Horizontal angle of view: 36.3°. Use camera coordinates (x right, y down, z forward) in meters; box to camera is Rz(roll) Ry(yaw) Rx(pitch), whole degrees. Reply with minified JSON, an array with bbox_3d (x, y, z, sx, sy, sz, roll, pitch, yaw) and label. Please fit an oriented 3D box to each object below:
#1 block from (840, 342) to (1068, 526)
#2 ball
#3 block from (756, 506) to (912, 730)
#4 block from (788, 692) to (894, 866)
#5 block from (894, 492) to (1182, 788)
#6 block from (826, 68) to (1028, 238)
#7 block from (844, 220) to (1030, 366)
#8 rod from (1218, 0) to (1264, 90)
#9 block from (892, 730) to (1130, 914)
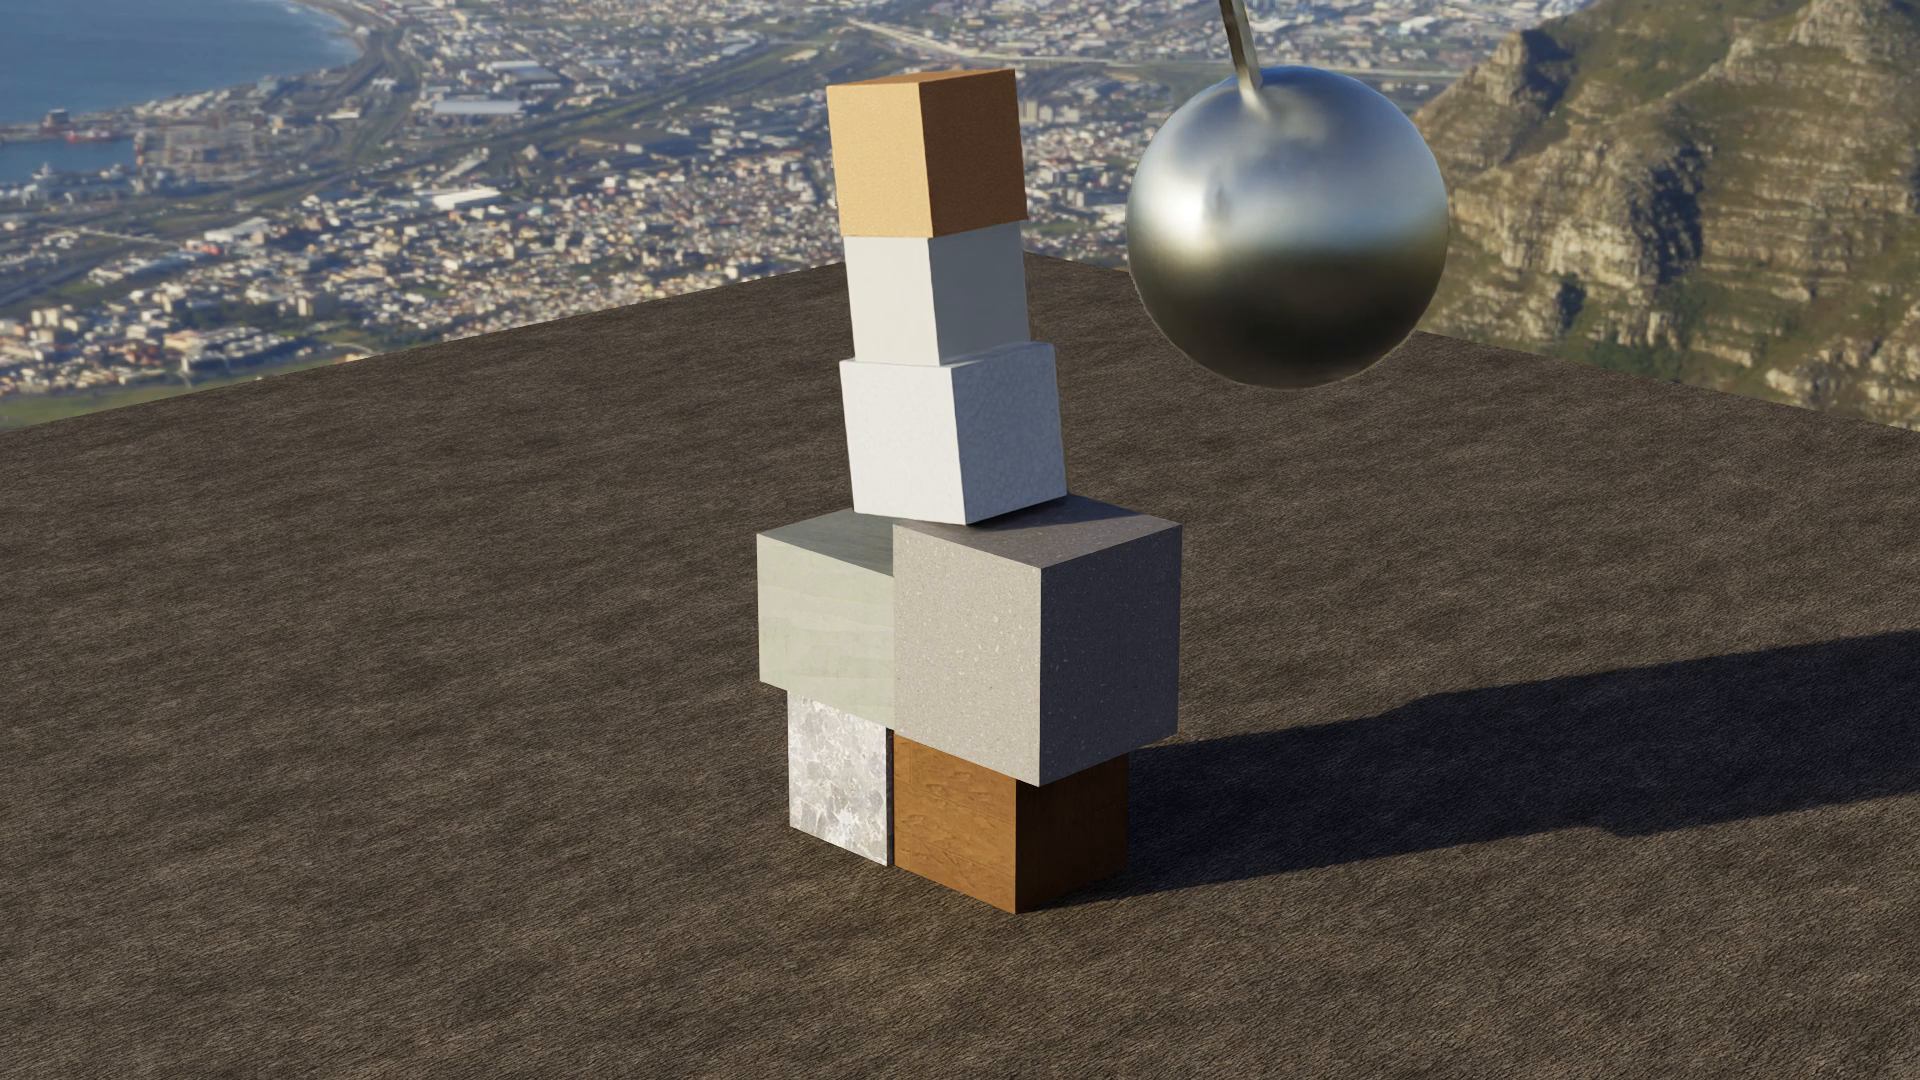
[{"bbox_3d":[-0.029,-0.503,13.221,0.651,0.695,0.716,-17,16,-42],"label":"block"},{"bbox_3d":[1.623,-1.548,14.556,1.600,1.600,1.600,0,17,0],"label":"ball"},{"bbox_3d":[-0.322,0.327,13.784,0.849,0.730,0.927,-17,24,-42],"label":"block"},{"bbox_3d":[-0.288,1.021,13.946,0.814,0.690,0.669,-17,24,-42],"label":"block"},{"bbox_3d":[0.344,0.403,13.136,0.910,0.992,0.903,-17,24,-42],"label":"block"},{"bbox_3d":[-0.144,-1.711,12.962,0.593,0.662,0.588,-17,16,-42],"label":"block"},{"bbox_3d":[-0.100,-1.111,13.079,0.575,0.562,0.537,-17,16,-42],"label":"block"},{"bbox_3d":[0.703,-4.269,12.737,0.080,5.200,0.080,17,46,42],"label":"rod"},{"bbox_3d":[0.232,1.180,13.454,0.744,0.682,0.780,-17,24,-42],"label":"block"}]
